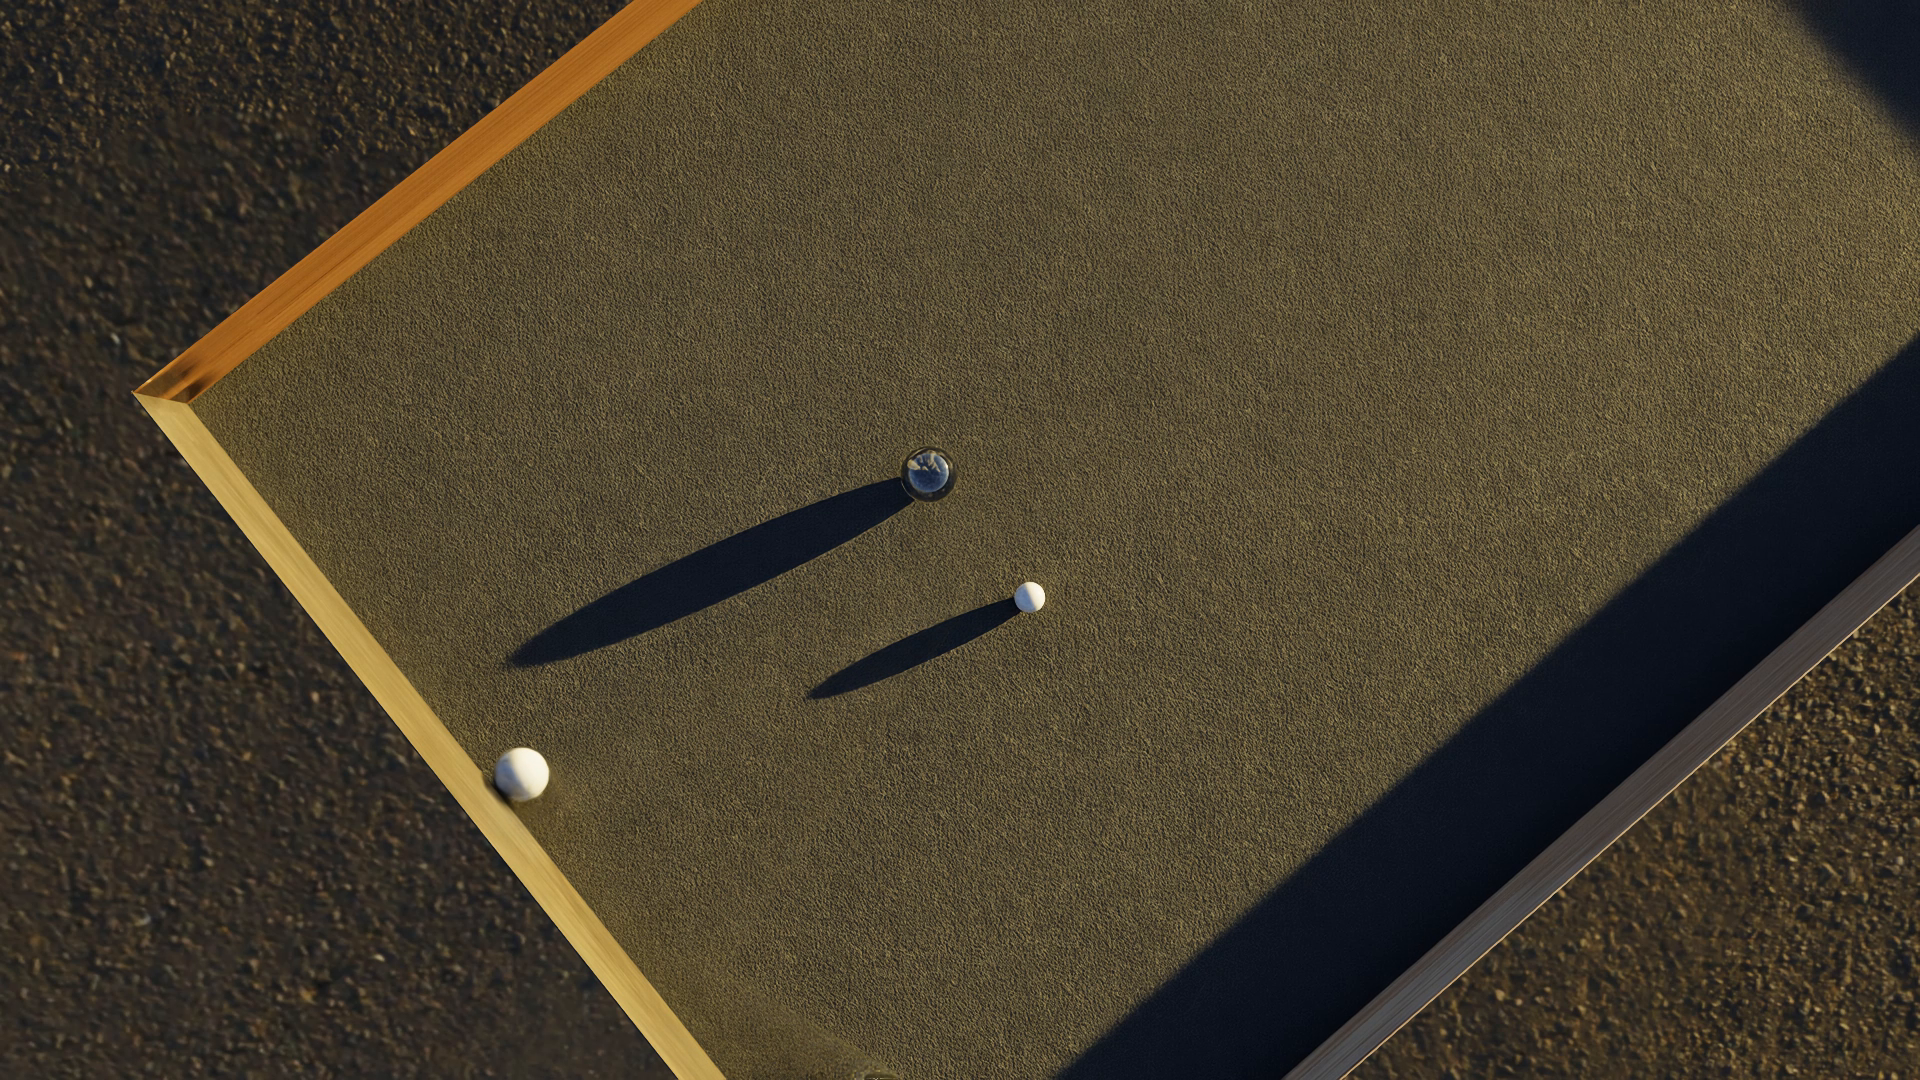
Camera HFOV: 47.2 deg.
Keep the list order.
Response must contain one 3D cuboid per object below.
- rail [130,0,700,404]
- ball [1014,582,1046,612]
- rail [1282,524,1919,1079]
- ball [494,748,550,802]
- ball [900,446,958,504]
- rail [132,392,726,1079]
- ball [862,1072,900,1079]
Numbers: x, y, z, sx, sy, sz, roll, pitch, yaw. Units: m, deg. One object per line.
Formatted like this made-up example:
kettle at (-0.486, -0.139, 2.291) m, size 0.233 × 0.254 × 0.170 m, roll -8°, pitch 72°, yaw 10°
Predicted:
rail at (0.029, -1.206, 3.422) m, size 3.205 × 0.111 × 0.045 m, roll -40°, pitch 84°, yaw -5°
ball at (0.104, 0.085, 3.268) m, size 0.046 × 0.046 × 0.046 m, roll 0°, pitch 82°, yaw 0°
rail at (1.201, 0.184, 3.219) m, size 3.205 × 0.111 × 0.045 m, roll -40°, pitch 84°, yaw -5°
ball at (-0.640, 0.344, 3.214) m, size 0.078 × 0.078 × 0.078 m, roll 0°, pitch 82°, yaw 0°
ball at (-0.046, -0.098, 3.274) m, size 0.086 × 0.086 × 0.086 m, roll 0°, pitch 82°, yaw 0°
rail at (-0.597, 0.490, 3.175) m, size 0.045 × 0.111 × 1.876 m, roll -40°, pitch 84°, yaw -5°
ball at (-0.114, 0.801, 3.146) m, size 0.080 × 0.080 × 0.080 m, roll 0°, pitch 82°, yaw 0°
